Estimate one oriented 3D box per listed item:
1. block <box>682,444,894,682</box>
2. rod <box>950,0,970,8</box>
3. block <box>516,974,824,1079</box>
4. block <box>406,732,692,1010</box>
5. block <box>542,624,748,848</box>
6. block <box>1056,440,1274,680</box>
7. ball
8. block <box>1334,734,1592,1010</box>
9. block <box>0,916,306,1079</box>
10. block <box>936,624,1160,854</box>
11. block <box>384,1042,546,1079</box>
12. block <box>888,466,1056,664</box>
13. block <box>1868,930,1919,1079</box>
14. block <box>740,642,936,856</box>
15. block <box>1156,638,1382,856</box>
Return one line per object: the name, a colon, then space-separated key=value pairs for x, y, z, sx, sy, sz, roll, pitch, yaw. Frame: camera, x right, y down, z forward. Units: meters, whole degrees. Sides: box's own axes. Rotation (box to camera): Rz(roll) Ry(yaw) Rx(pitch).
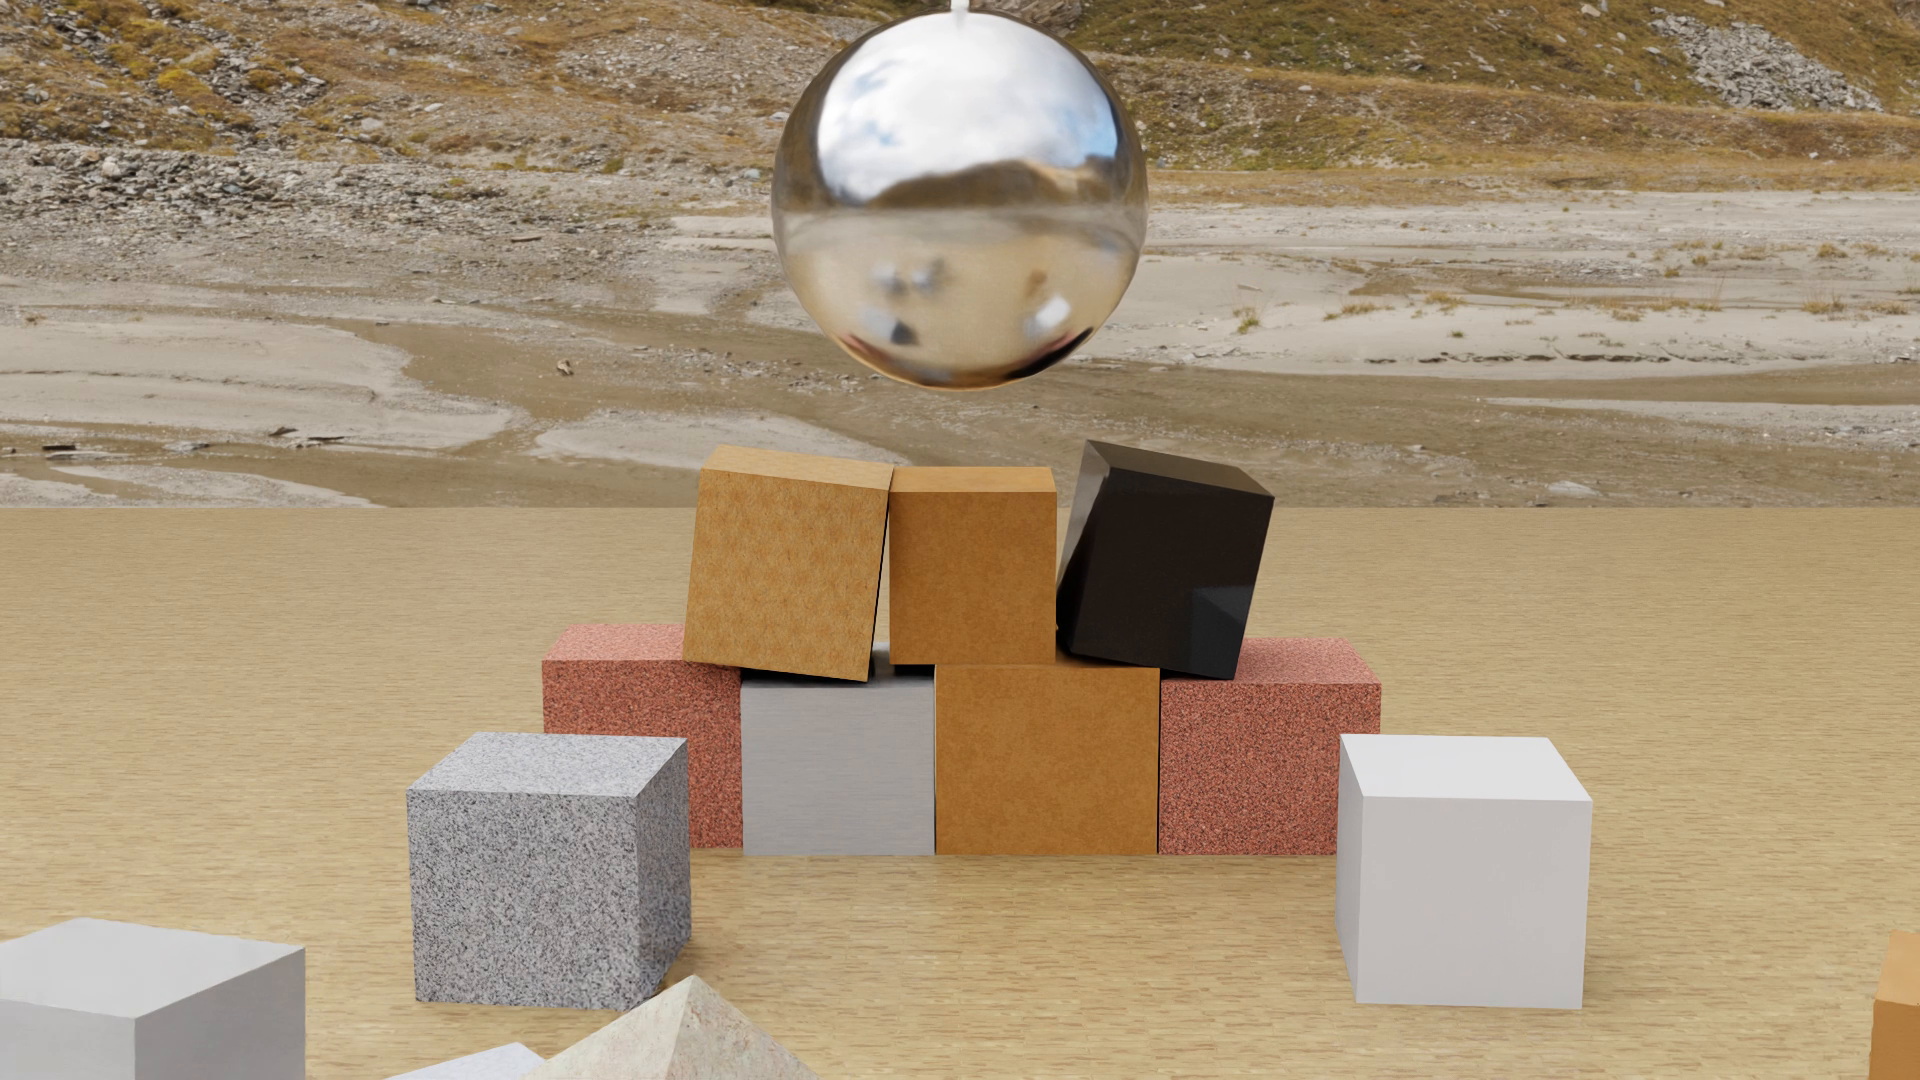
block: x=-0.851 y=0.097 z=11.084 sx=0.909 sy=0.954 sz=0.857 roll=7 pitch=10 yaw=-1
rod: x=0.000 y=-4.814 z=9.599 sx=0.080 sy=5.200 sz=0.080 roll=0 pitch=-5 yaw=0
block: x=-0.780 y=1.711 z=5.683 sx=0.729 sy=0.645 sz=0.695 roll=-34 pitch=25 yaw=26
block: x=-1.725 y=1.389 z=9.384 sx=0.953 sy=0.910 sz=0.887 roll=1 pitch=10 yaw=6
block: x=-1.580 y=0.997 z=11.373 sx=0.981 sy=0.970 sz=0.832 roll=0 pitch=10 yaw=0
block: x=1.003 y=0.083 z=11.150 sx=0.823 sy=0.935 sz=0.901 roll=10 pitch=10 yaw=-6
ball: x=0.000 y=-1.428 z=9.292 sx=1.600 sy=1.600 sz=1.600 roll=0 pitch=10 yaw=0
block: x=2.124 y=1.394 z=9.421 sx=0.913 sy=0.886 sz=0.951 roll=1 pitch=10 yaw=4
block: x=-2.793 y=1.790 z=7.190 sx=0.926 sy=0.826 sz=0.865 roll=3 pitch=5 yaw=18
block: x=0.431 y=1.007 z=11.368 sx=1.096 sy=0.952 sz=1.027 roll=0 pitch=10 yaw=0
block: x=-1.483 y=2.018 z=6.653 sx=0.699 sy=0.649 sz=0.675 roll=-8 pitch=13 yaw=-38
block: x=0.063 y=0.115 z=11.201 sx=0.819 sy=0.862 sz=0.838 roll=0 pitch=10 yaw=0
block: x=3.350 y=1.830 z=7.214 sx=0.650 sy=0.819 sz=0.697 roll=5 pitch=12 yaw=26
block: x=-0.603 y=1.057 z=11.364 sx=0.950 sy=0.854 sz=1.018 roll=0 pitch=10 yaw=0
block: x=1.528 y=1.045 z=11.362 sx=1.080 sy=0.878 sz=1.011 roll=0 pitch=10 yaw=0
